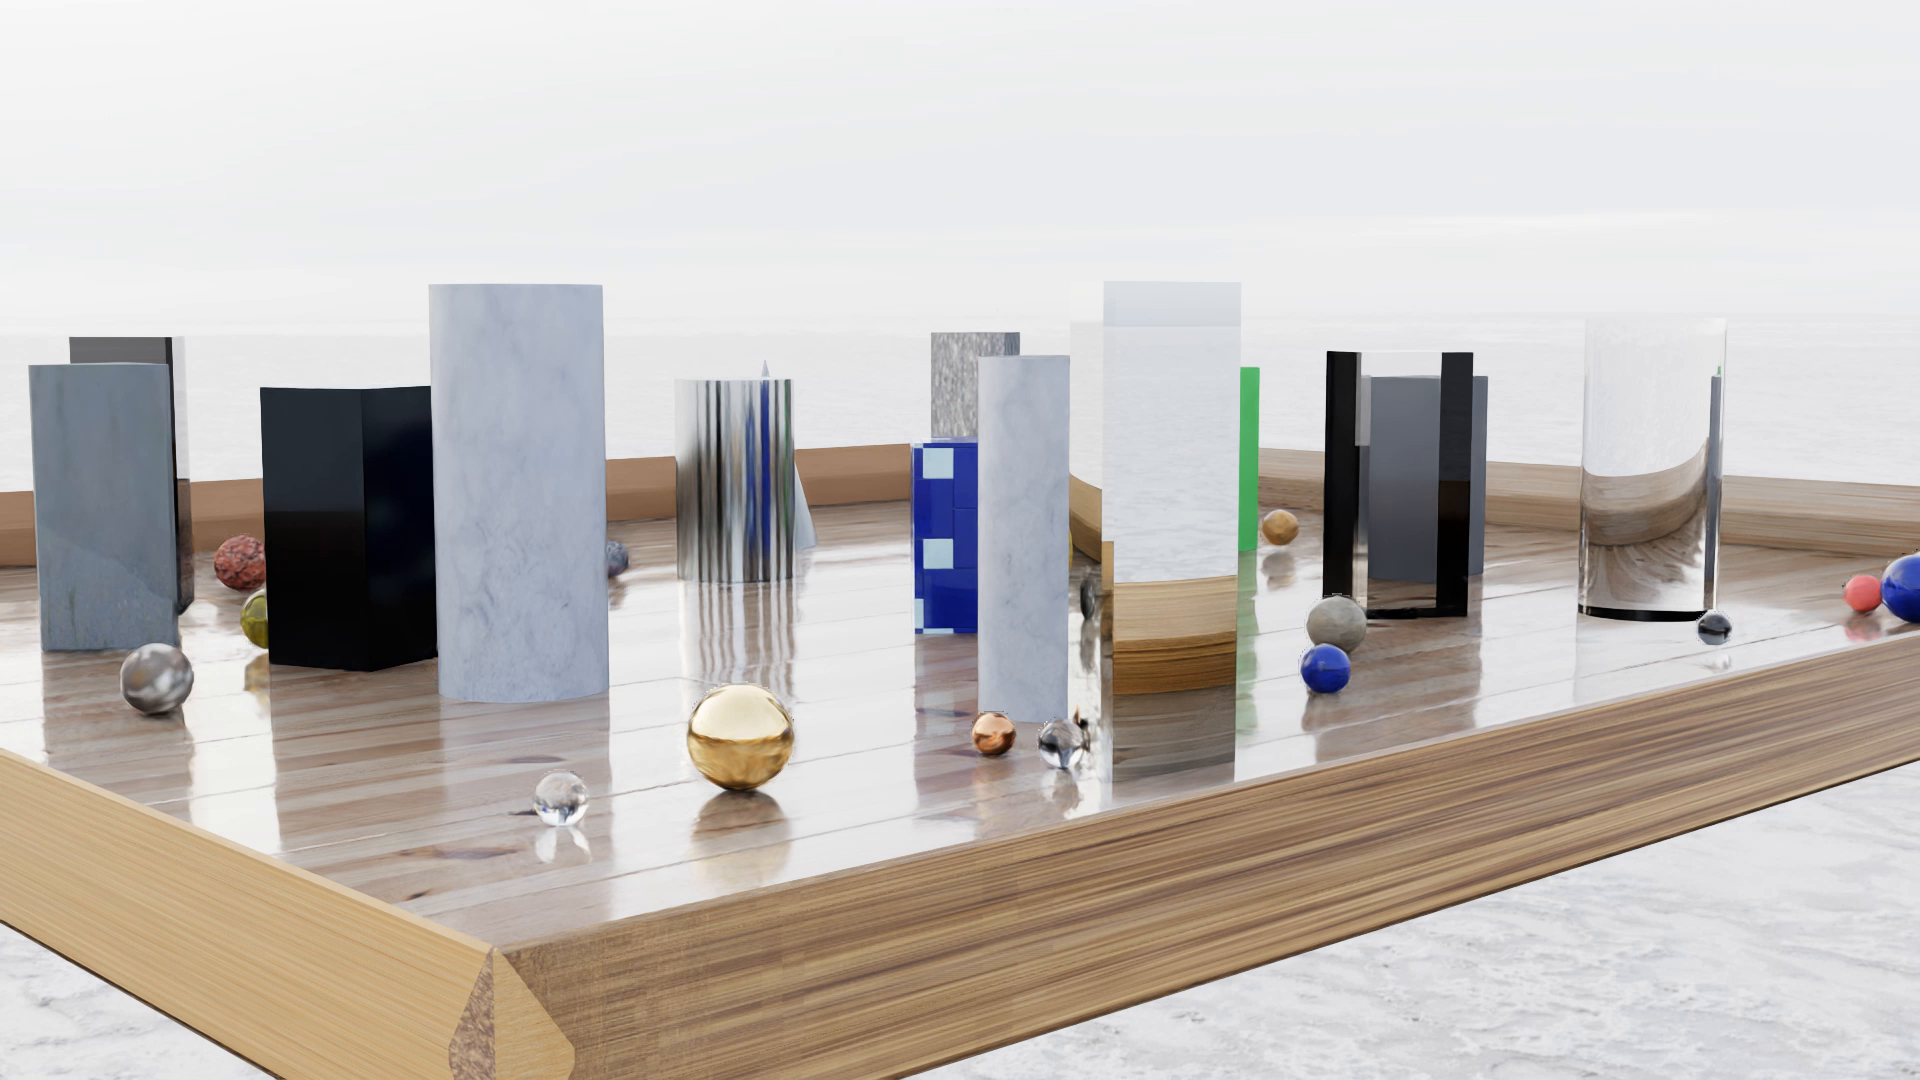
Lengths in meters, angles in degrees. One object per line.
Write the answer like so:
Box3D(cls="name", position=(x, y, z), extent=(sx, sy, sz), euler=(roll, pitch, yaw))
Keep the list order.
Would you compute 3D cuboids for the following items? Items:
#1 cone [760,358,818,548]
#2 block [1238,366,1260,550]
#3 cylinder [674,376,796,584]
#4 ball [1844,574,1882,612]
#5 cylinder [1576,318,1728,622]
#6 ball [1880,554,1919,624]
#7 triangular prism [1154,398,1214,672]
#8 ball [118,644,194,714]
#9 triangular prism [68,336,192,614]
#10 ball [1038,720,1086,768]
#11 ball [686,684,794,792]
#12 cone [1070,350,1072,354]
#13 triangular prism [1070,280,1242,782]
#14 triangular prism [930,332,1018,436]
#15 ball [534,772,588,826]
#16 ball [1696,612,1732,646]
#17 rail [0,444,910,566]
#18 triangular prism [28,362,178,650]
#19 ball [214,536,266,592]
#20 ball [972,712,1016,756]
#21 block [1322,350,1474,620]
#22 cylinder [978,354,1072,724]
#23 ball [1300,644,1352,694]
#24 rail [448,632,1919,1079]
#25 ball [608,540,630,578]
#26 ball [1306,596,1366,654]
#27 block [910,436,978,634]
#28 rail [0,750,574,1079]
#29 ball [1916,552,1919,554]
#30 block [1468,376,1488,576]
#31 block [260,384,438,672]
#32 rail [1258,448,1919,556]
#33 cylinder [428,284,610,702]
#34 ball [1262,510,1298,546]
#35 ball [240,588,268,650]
Box3D(cls="cone", position=(-0.370, -0.169, 4.191), extent=(0.199, 0.356, 0.199), euler=(0, 6, 0))
Box3D(cls="block", position=(0.446, -0.154, 4.122), extent=(0.159, 0.341, 0.159), euler=(-4, 7, -35))
Box3D(cls="cylinder", position=(-0.377, -0.105, 3.690), extent=(0.199, 0.332, 0.199), euler=(0, 6, 0))
Box3D(cls="ball", position=(1.340, 0.079, 3.259), extent=(0.056, 0.056, 0.056), euler=(0, 6, 0))
Box3D(cls="cylinder", position=(1.016, -0.108, 3.233), extent=(0.199, 0.434, 0.199), euler=(0, 6, 0))
Box3D(cls="ball", position=(1.370, 0.070, 3.147), extent=(0.098, 0.098, 0.098), euler=(0, 6, 0))
Box3D(cls="triangular prism", position=(0.216, -0.012, 2.798), extent=(0.149, 0.333, 0.173), euler=(4, 7, 33))
Box3D(cls="ball", position=(-0.891, 0.154, 2.438), extent=(0.078, 0.078, 0.078), euler=(0, 6, 0))
Box3D(cls="triangular prism", position=(-1.209, -0.102, 3.309), extent=(0.173, 0.407, 0.149), euler=(2, 6, 17))
Box3D(cls="ball", position=(0.100, 0.199, 2.150), extent=(0.047, 0.047, 0.047), euler=(0, 6, 0))
Box3D(cls="ball", position=(-0.204, 0.184, 2.047), extent=(0.100, 0.100, 0.100), euler=(0, 6, 0))
Box3D(cls="cone", position=(0.222, -0.197, 4.352), extent=(0.199, 0.378, 0.199), euler=(0, 6, 0))
Box3D(cls="triangular prism", position=(0.160, -0.016, 2.167), extent=(0.173, 0.472, 0.149), euler=(-5, 8, -38))
Box3D(cls="triangular prism", position=(0.061, -0.174, 3.999), extent=(0.173, 0.406, 0.149), euler=(5, 7, 37))
Box3D(cls="ball", position=(-0.346, 0.224, 1.905), extent=(0.048, 0.048, 0.048), euler=(0, 6, 0))
Box3D(cls="ball", position=(1.005, 0.119, 2.931), extent=(0.044, 0.044, 0.044), euler=(0, 6, 0))
Box3D(cls="rail", position=(-1.001, -0.079, 4.410), extent=(3.394, 0.129, 0.045), euler=(-5, 8, -42))
Box3D(cls="triangular prism", position=(-1.135, -0.050, 2.957), extent=(0.173, 0.375, 0.149), euler=(-1, 6, -9))
Box3D(cls="ball", position=(-1.142, 0.038, 3.503), extent=(0.088, 0.088, 0.088), euler=(0, 6, 0))
Box3D(cls="ball", position=(0.034, 0.195, 2.206), extent=(0.044, 0.044, 0.044), euler=(0, 6, 0))
Box3D(cls="block", position=(0.645, -0.086, 3.253), extent=(0.159, 0.386, 0.159), euler=(-2, 6, -14))
Box3D(cls="cylinder", position=(0.119, -0.007, 2.459), extent=(0.199, 0.394, 0.199), euler=(0, 6, 0))
Box3D(cls="ball", position=(0.426, 0.150, 2.562), extent=(0.059, 0.059, 0.059), euler=(0, 6, 0))
Box3D(cls="rail", position=(1.001, 0.146, 2.253), extent=(3.394, 0.129, 0.045), euler=(-5, 8, -42))
Box3D(cls="ball", position=(-0.586, 0.032, 3.688), extent=(0.062, 0.062, 0.062), euler=(0, 6, 0))
Box3D(cls="ball", position=(0.489, 0.111, 2.852), extent=(0.077, 0.077, 0.077), euler=(0, 6, 0))
Box3D(cls="block", position=(0.012, -0.010, 3.114), extent=(0.159, 0.264, 0.159), euler=(0, 6, -3))
Box3D(cls="rail", position=(-1.230, 0.151, 2.203), extent=(0.045, 0.129, 2.998), euler=(-5, 8, -42))
Box3D(cls="ball", position=(1.528, 0.050, 3.458), extent=(0.074, 0.074, 0.074), euler=(0, 6, 0))
Box3D(cls="block", position=(0.778, -0.110, 3.721), extent=(0.159, 0.336, 0.159), euler=(5, 8, 42))
Box3D(cls="block", position=(-0.769, -0.021, 2.805), extent=(0.159, 0.350, 0.159), euler=(3, 7, 25))
Box3D(cls="rail", position=(1.230, -0.084, 4.460), extent=(0.045, 0.129, 2.998), euler=(-5, 8, -42))
Box3D(cls="cylinder", position=(-0.516, -0.061, 2.583), extent=(0.199, 0.475, 0.199), euler=(0, 6, 0))
Box3D(cls="ball", position=(0.598, -0.022, 4.111), extent=(0.069, 0.069, 0.069), euler=(0, 6, 0))
Box3D(cls="ball", position=(-0.901, 0.104, 2.888), extent=(0.084, 0.084, 0.084), euler=(0, 6, 0))
